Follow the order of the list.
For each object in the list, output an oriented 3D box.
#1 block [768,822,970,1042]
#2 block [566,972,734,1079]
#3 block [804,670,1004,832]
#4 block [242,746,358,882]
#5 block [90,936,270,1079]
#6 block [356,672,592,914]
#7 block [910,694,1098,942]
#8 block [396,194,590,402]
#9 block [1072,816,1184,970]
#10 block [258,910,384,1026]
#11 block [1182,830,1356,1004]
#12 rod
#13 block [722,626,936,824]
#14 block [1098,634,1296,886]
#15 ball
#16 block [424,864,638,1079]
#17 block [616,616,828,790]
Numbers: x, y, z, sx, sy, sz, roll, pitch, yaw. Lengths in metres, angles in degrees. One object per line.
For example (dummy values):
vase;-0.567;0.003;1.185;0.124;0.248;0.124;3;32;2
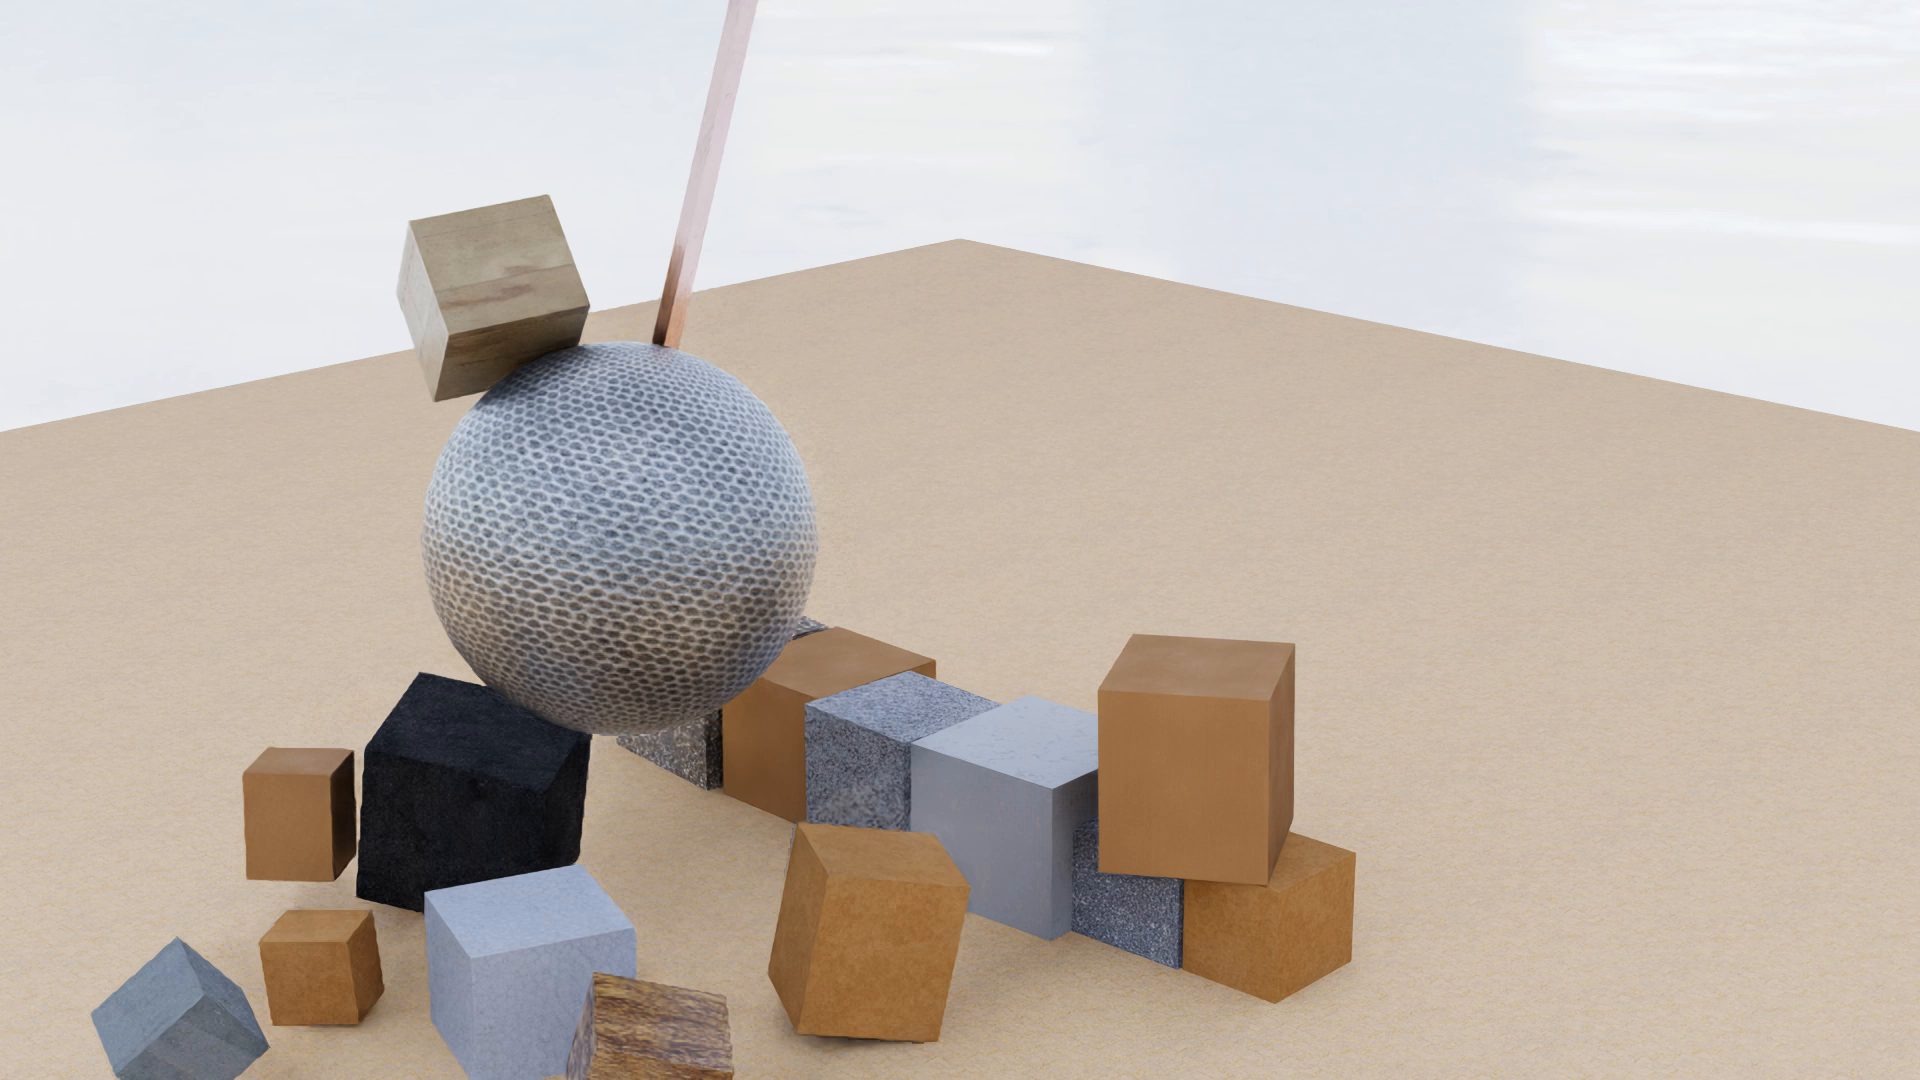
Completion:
block;-0.379;1.596;11.954;0.594;0.681;0.563;7;15;-18
block;-1.163;1.977;10.934;0.515;0.438;0.511;13;22;-14
block;-0.247;1.096;13.708;0.662;0.689;0.684;-16;23;-41
block;-2.903;1.207;12.915;0.382;0.485;0.409;1;12;3
block;-2.999;1.886;11.269;0.444;0.385;0.421;-42;38;-5
block;-2.140;1.165;12.963;0.811;0.780;0.688;12;28;5
block;0.359;1.235;13.222;0.818;0.716;0.824;15;23;39
block;-1.909;-0.984;11.944;0.588;0.529;0.579;-14;-20;-22
block;0.898;1.479;12.824;0.586;0.489;0.569;15;23;39
block;-2.627;1.759;12.079;0.376;0.373;0.309;-2;17;9
block;1.314;1.580;12.475;0.489;0.505;0.551;15;23;40
rod;-0.596;-3.309;11.677;0.080;5.200;0.080;17;5;42
block;-0.637;0.914;14.296;0.765;0.684;0.708;-17;24;-42
block;1.010;0.915;12.410;0.709;0.806;0.752;3;17;14
ball;-1.376;-0.007;11.898;1.600;1.600;1.600;0;17;0
block;-1.728;1.752;11.810;0.666;0.576;0.683;-8;19;-24
block;-1.207;0.739;14.842;0.756;0.691;0.811;-14;22;-37
